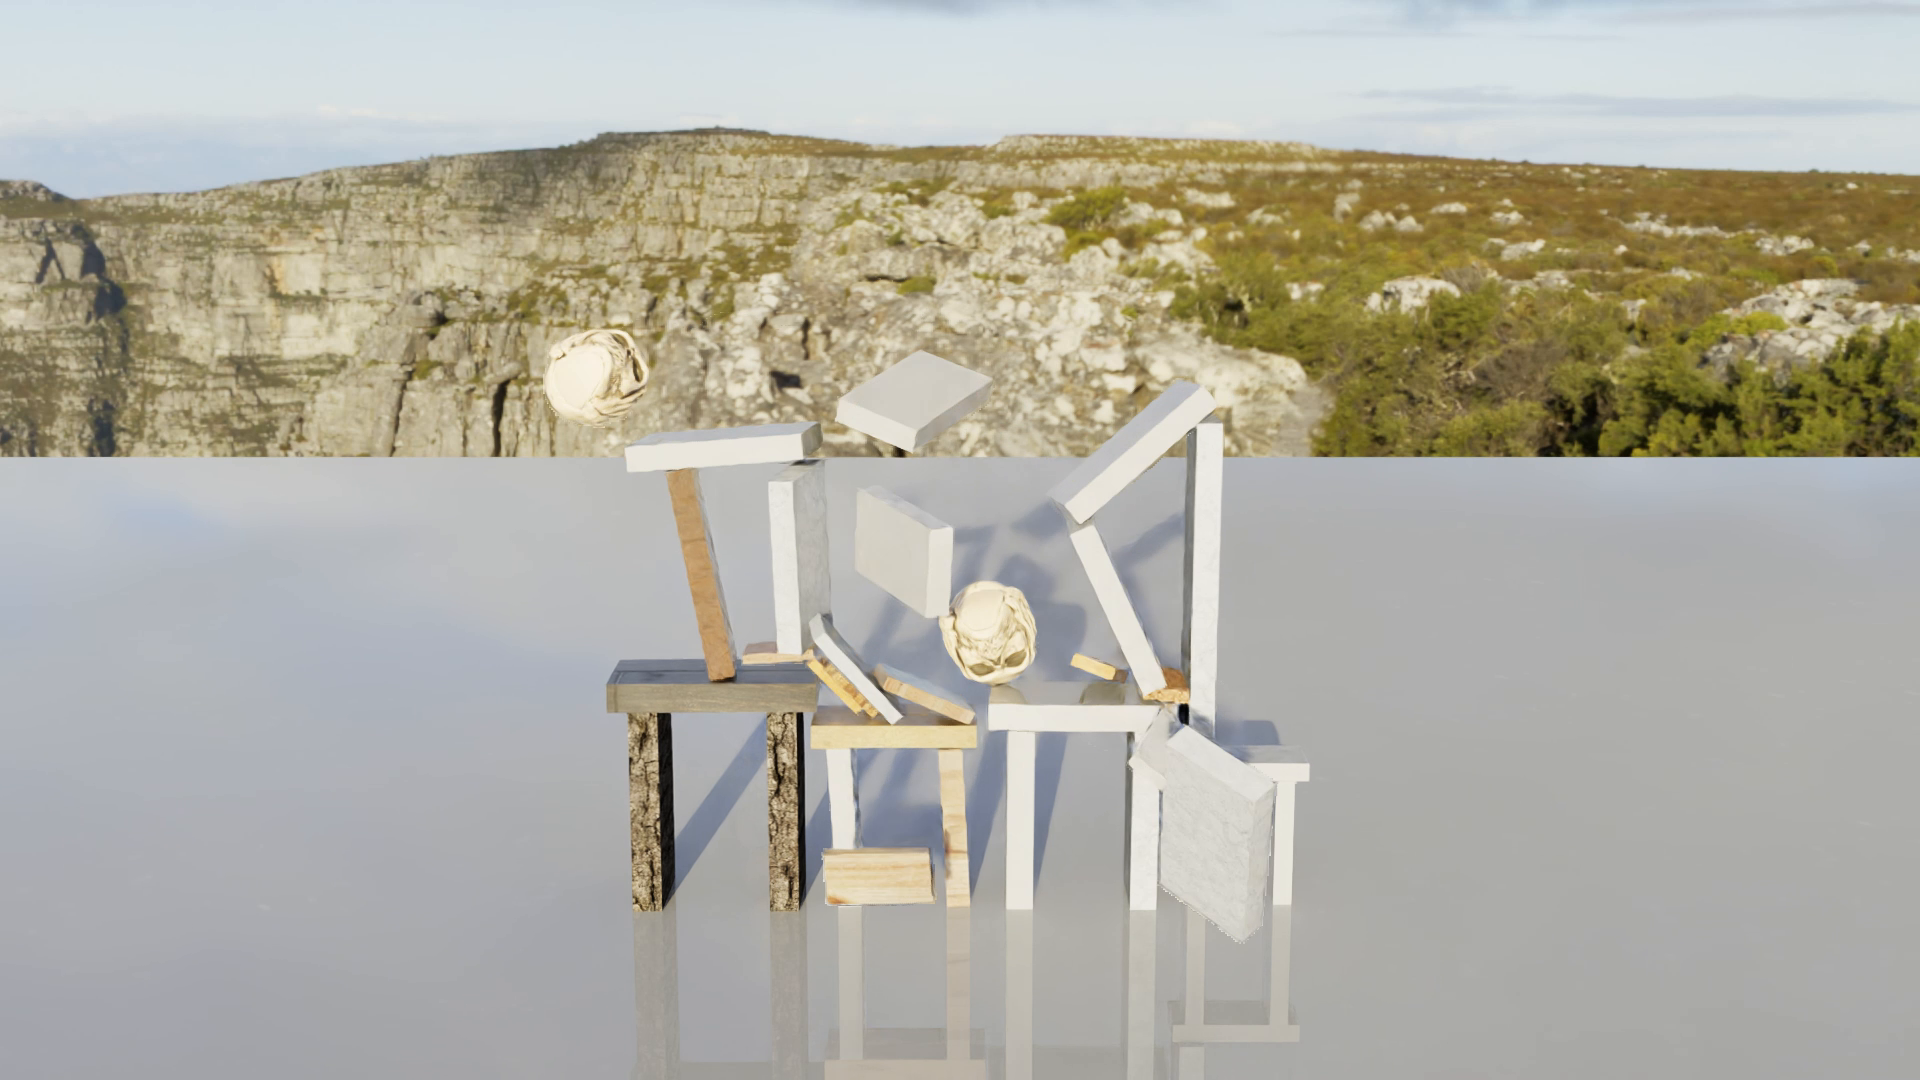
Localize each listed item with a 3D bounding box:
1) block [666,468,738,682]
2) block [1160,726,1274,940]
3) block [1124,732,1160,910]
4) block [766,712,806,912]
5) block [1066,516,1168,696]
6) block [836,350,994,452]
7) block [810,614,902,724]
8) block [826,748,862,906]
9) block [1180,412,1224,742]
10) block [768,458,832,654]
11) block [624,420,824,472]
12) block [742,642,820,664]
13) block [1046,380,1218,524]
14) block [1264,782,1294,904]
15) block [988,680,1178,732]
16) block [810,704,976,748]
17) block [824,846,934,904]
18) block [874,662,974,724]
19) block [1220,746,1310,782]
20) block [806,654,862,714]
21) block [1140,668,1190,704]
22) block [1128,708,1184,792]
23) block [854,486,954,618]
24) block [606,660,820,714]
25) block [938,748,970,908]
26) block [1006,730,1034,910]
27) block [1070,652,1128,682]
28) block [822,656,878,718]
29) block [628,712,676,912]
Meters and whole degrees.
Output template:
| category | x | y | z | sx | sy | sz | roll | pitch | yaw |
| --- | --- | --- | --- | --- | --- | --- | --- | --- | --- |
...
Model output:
| category | x | y | z | sx | sy | sz | roll | pitch | yaw |
| --- | --- | --- | --- | --- | --- | --- | --- | --- | --- |
| block | -0.418 | 0.044 | 3.568 | 0.041 | 0.344 | 0.144 | -11 | 11 | -2 |
| block | 0.327 | 0.379 | 2.822 | 0.140 | 0.296 | 0.040 | 33 | 56 | 30 |
| block | 0.300 | 0.441 | 3.640 | 0.043 | 0.302 | 0.151 | 0 | 11 | 0 |
| block | -0.286 | 0.426 | 3.636 | 0.047 | 0.335 | 0.167 | 0 | 10 | 0 |
| block | 0.249 | 0.094 | 3.521 | 0.041 | 0.288 | 0.144 | -24 | 13 | 5 |
| block | -0.071 | -0.228 | 3.559 | 0.140 | 0.040 | 0.280 | 23 | 29 | 18 |
| block | -0.168 | 0.208 | 3.553 | 0.023 | 0.199 | 0.080 | -39 | 22 | 7 |
| block | -0.189 | 0.457 | 3.648 | 0.038 | 0.267 | 0.134 | -3 | 10 | 1 |
| block | 0.391 | 0.079 | 3.574 | 0.041 | 0.558 | 0.144 | 0 | 11 | 0 |
| block | -0.257 | 0.026 | 3.560 | 0.041 | 0.287 | 0.144 | 3 | 18 | 17 |
| block | -0.377 | -0.151 | 3.531 | 0.287 | 0.041 | 0.144 | -4 | 11 | 10 |
| block | -0.292 | 0.182 | 3.585 | 0.117 | 0.017 | 0.059 | -4 | 16 | 6 |
| block | 0.272 | -0.143 | 3.514 | 0.288 | 0.041 | 0.144 | -41 | 12 | -2 |
| block | 0.530 | 0.486 | 3.650 | 0.030 | 0.211 | 0.105 | 0 | 11 | 0 |
| block | 0.201 | 0.272 | 3.603 | 0.302 | 0.043 | 0.151 | 1 | 11 | 3 |
| block | -0.108 | 0.306 | 3.620 | 0.267 | 0.038 | 0.134 | 0 | 11 | -1 |
| block | -0.122 | 0.506 | 3.316 | 0.159 | 0.080 | 0.023 | -2 | 14 | 7 |
| block | -0.059 | 0.248 | 3.567 | 0.159 | 0.023 | 0.080 | 24 | 8 | -18 |
| block | 0.463 | 0.368 | 3.627 | 0.211 | 0.030 | 0.105 | 0 | 11 | 0 |
| block | -0.206 | 0.230 | 3.604 | 0.017 | 0.117 | 0.059 | -43 | 15 | 6 |
| block | 0.332 | 0.236 | 3.610 | 0.072 | 0.021 | 0.145 | 7 | 11 | -2 |
| block | 0.309 | 0.317 | 3.326 | 0.072 | 0.021 | 0.145 | 39 | 34 | 1 |
| block | -0.092 | 0.015 | 3.490 | 0.040 | 0.140 | 0.280 | -4 | 16 | -26 |
| block | -0.400 | 0.238 | 3.600 | 0.335 | 0.047 | 0.167 | 0 | 11 | -1 |
| block | -0.010 | 0.457 | 3.646 | 0.038 | 0.267 | 0.134 | -3 | 11 | -1 |
| block | 0.098 | 0.441 | 3.640 | 0.043 | 0.302 | 0.151 | 0 | 11 | 0 |
| block | 0.232 | 0.211 | 3.631 | 0.072 | 0.021 | 0.145 | 21 | 0 | 14 |
| block | -0.178 | 0.237 | 3.598 | 0.017 | 0.117 | 0.059 | -43 | 16 | 6 |
| block | -0.509 | 0.426 | 3.636 | 0.047 | 0.335 | 0.167 | 0 | 10 | 0 |
